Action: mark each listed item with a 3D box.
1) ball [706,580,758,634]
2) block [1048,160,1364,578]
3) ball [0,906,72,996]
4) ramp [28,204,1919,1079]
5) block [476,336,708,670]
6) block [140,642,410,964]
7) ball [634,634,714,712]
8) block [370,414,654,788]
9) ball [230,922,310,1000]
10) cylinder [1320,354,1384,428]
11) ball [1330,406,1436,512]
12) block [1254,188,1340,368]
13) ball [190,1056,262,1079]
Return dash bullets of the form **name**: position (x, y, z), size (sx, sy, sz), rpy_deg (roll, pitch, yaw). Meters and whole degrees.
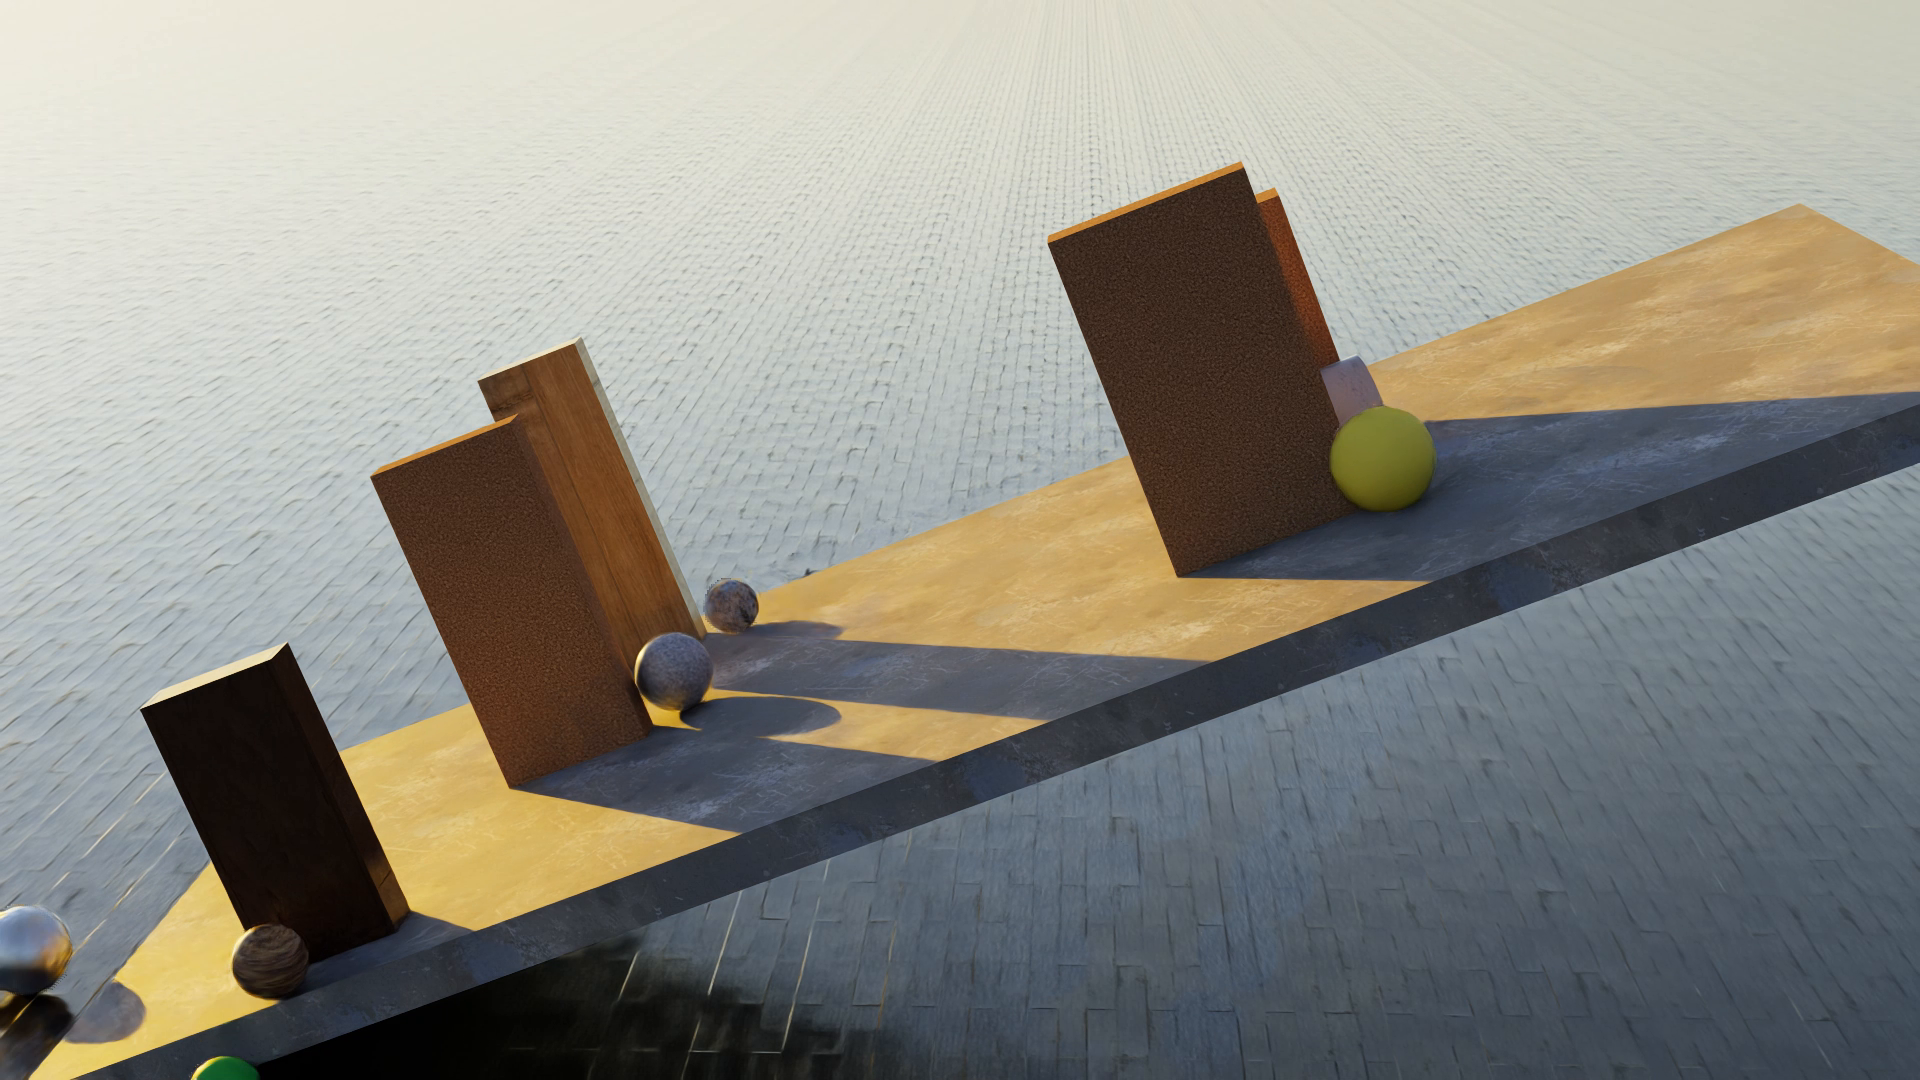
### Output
- **ball**: position (-0.543, 0.158, 7.000), size (0.127, 0.127, 0.127), rpy_deg (0, 14, 0)
- **block**: position (0.497, -0.337, 5.871), size (0.411, 0.725, 0.114), rpy_deg (-21, 12, 7)
- **ball**: position (-2.001, 0.878, 6.299), size (0.190, 0.190, 0.190), rpy_deg (0, 14, 0)
- **ramp**: position (0.122, 0.174, 6.292), size (4.000, 0.100, 2.000), rpy_deg (-21, 12, 7)
- **block**: position (-0.875, -0.075, 7.033), size (0.251, 0.781, 0.098), rpy_deg (-21, 12, 7)
- **block**: position (-1.311, 0.522, 5.653), size (0.275, 0.583, 0.121), rpy_deg (-21, 12, 7)
- **ball**: position (-0.629, 0.291, 6.455), size (0.173, 0.173, 0.173), rpy_deg (0, 14, 0)
- **block**: position (-0.963, 0.135, 6.347), size (0.326, 0.744, 0.099), rpy_deg (-21, 12, 7)
- **ball**: position (-1.291, 0.789, 5.506), size (0.143, 0.143, 0.143), rpy_deg (0, 14, 0)
- **cylinder**: position (0.790, -0.265, 6.301), size (0.204, 0.204, 0.204), rpy_deg (-22, 15, -1)
- **ball**: position (0.828, -0.158, 5.752), size (0.206, 0.206, 0.206), rpy_deg (0, 14, 0)
- **block**: position (0.594, -0.424, 6.461), size (0.426, 0.570, 0.145), rpy_deg (-21, 12, 7)
- **ball**: position (-1.348, 1.017, 5.402), size (0.138, 0.138, 0.138), rpy_deg (0, 14, 0)
